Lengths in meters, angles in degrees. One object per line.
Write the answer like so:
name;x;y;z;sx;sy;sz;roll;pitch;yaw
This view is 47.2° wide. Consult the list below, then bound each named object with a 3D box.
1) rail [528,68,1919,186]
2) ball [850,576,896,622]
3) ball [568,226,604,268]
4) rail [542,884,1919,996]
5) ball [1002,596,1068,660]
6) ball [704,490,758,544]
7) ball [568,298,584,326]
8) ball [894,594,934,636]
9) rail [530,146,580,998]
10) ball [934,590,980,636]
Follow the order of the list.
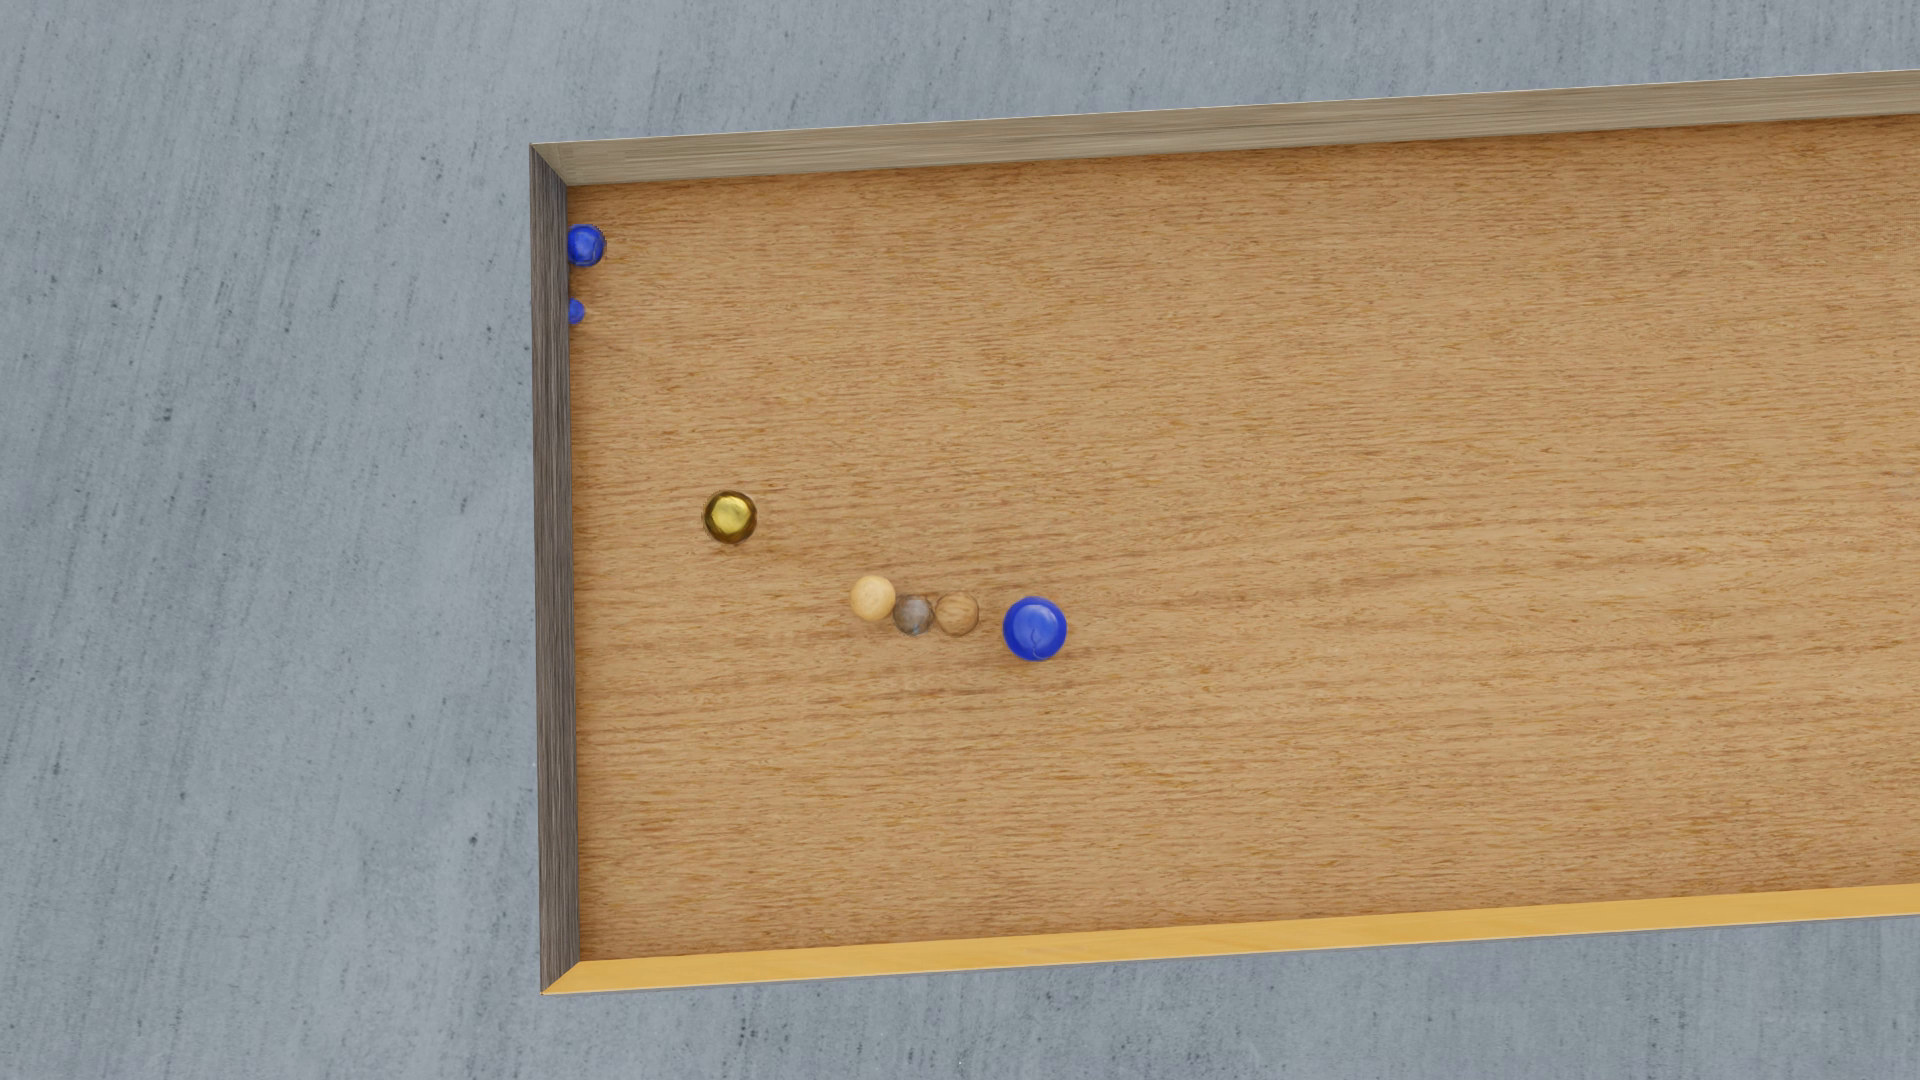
rail;0.589;-0.642;3.447;2.504;0.126;0.045;-3;77;-1
ball;-0.131;0.087;3.303;0.070;0.070;0.070;0;77;0
ball;-0.588;-0.459;3.436;0.065;0.065;0.065;0;77;0
rail;0.660;0.558;3.161;2.504;0.126;0.045;-3;77;-1
ball;0.111;0.132;3.279;0.097;0.097;0.097;0;77;0
ball;-0.347;-0.034;3.326;0.081;0.081;0.081;0;77;0
ball;-0.605;-0.355;3.423;0.041;0.041;0.041;0;77;0
ball;-0.069;0.112;3.301;0.062;0.062;0.062;0;77;0
rail;-0.601;0.027;3.288;0.045;0.126;1.283;-3;77;-1
ball;-0.004;0.109;3.299;0.068;0.068;0.068;0;77;0
